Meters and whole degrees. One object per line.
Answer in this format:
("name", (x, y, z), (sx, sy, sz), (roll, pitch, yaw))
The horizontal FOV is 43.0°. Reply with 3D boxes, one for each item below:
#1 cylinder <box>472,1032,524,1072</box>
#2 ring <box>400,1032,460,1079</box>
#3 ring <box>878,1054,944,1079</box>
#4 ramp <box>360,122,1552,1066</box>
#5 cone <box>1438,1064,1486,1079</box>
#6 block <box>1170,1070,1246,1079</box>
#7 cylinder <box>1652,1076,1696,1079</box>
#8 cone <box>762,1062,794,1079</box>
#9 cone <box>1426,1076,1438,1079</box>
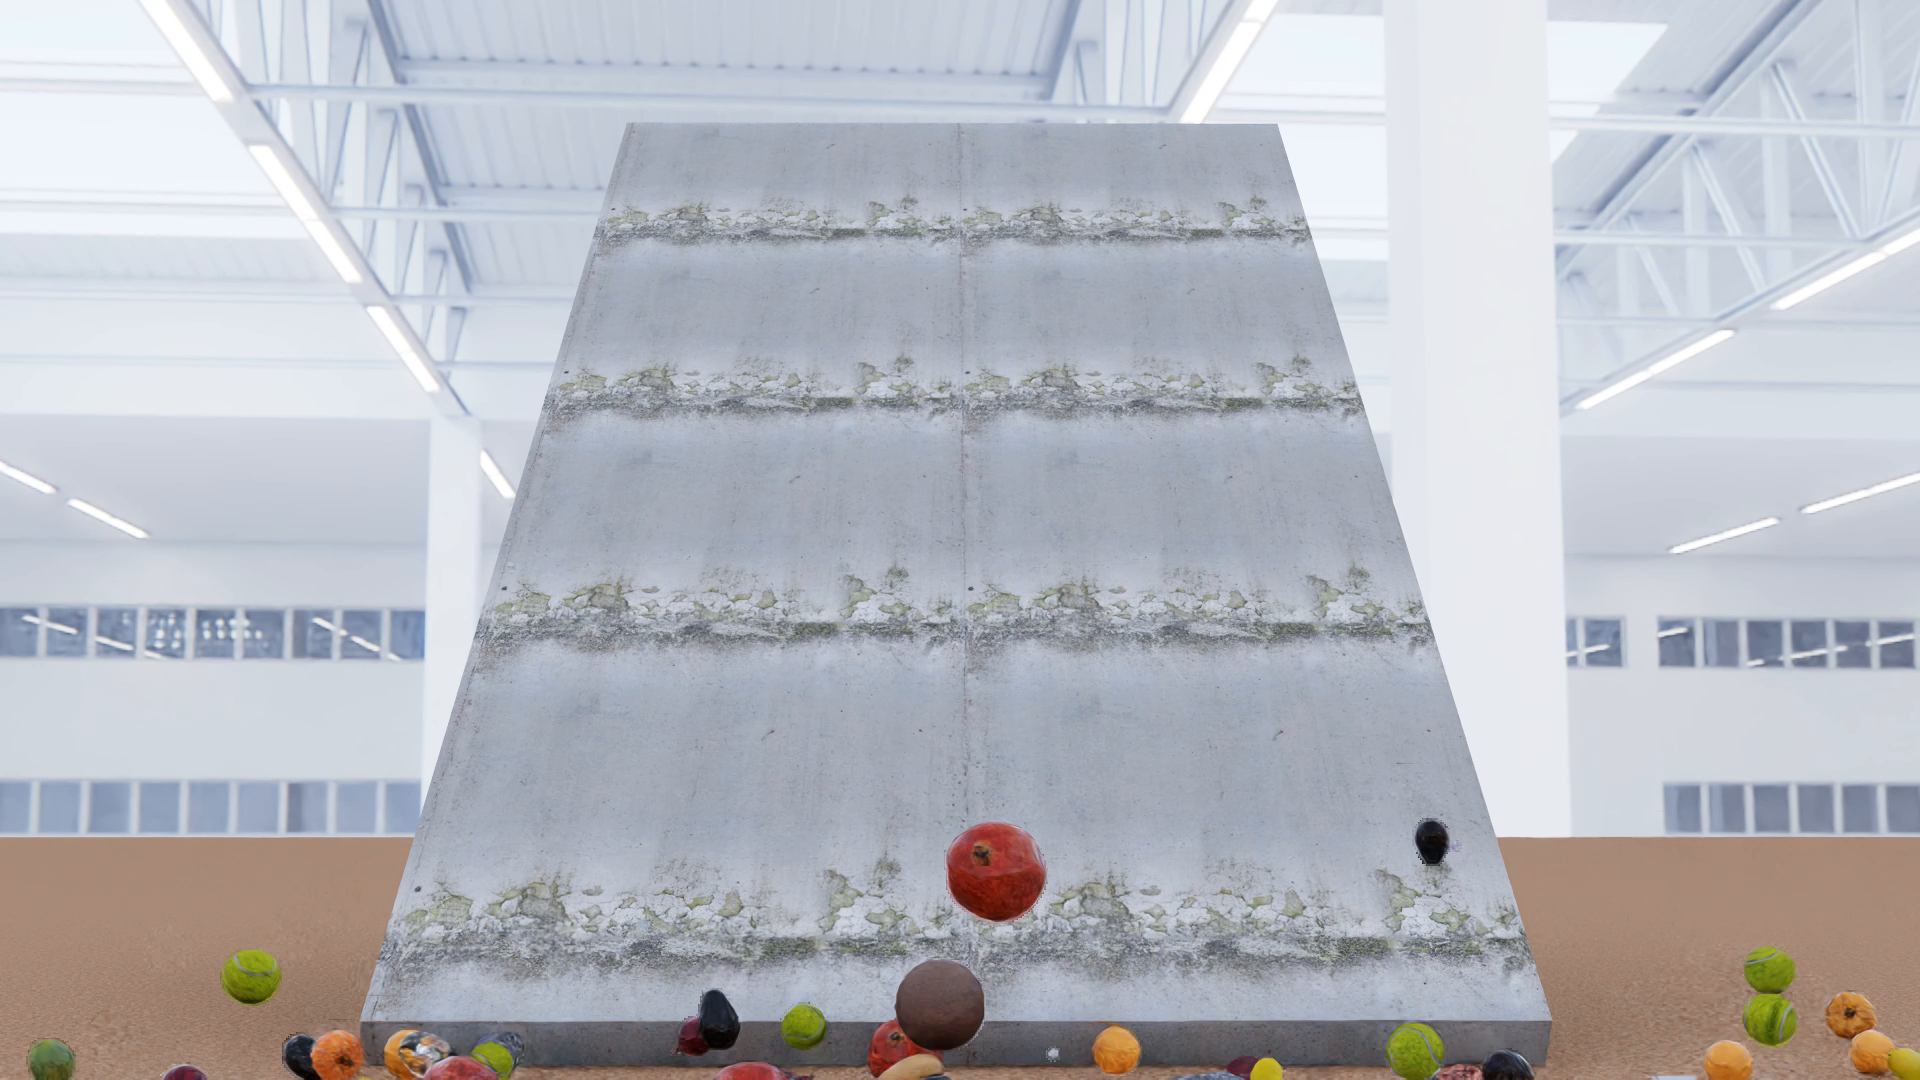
("cylinder", (-0.737, 0.817, 3.892), (0.061, 0.061, 0.061), (6, -14, -40))
("ring", (-0.752, 0.733, 3.454), (0.092, 0.092, 0.031), (-3, 37, 25))
("ring", (-0.075, 0.763, 3.424), (0.114, 0.038, 0.114), (-26, -30, -16))
("ramp", (-0.014, -0.196, 5.818), (2.000, 0.100, 4.000), (0, 31, 0))
("cone", (0.682, 0.753, 3.260), (0.076, 0.076, 0.076), (-5, -40, 35))
("block", (0.301, 0.674, 2.798), (0.096, 0.096, 0.096), (5, 4, -43))
("cylinder", (1.008, 0.781, 3.436), (0.053, 0.053, 0.053), (0, -7, -3))
("cone", (-0.217, 0.741, 3.234), (0.088, 0.088, 0.088), (7, -8, -10))
("cone", (0.641, 0.784, 3.362), (0.066, 0.066, 0.066), (-26, 6, -26))
